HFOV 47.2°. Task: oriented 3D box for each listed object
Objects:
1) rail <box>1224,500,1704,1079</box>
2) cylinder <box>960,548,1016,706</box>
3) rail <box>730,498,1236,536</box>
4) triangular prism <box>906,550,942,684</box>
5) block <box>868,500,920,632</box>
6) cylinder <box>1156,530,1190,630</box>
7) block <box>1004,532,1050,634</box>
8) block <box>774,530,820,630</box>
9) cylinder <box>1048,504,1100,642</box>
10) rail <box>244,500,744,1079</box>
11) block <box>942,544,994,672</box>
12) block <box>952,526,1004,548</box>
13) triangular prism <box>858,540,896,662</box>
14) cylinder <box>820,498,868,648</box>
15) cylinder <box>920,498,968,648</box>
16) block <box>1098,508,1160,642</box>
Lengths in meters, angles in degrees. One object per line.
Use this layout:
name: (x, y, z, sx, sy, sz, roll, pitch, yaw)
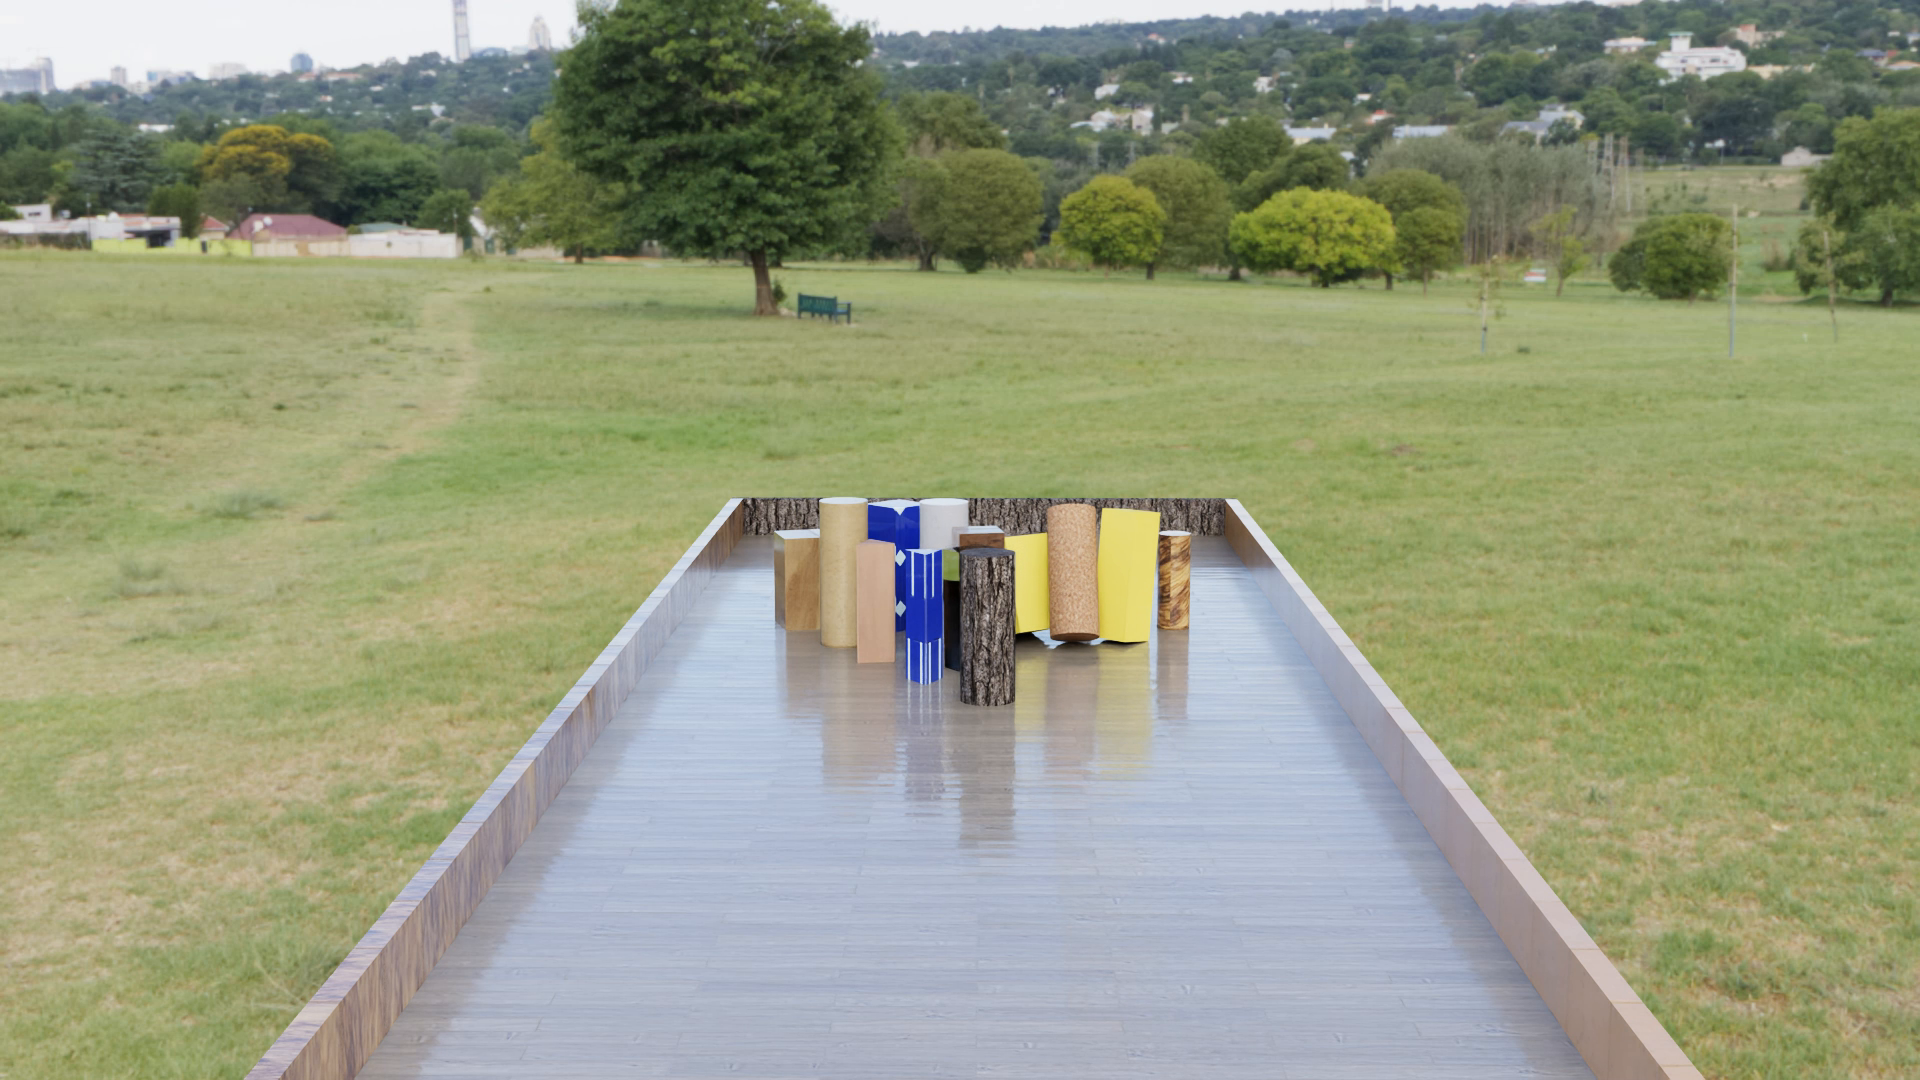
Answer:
rail: (1.046, 0.843, 3.208, 0.050, 0.150, 12.000, 0, 9, 1)
cylinder: (0.077, 0.242, 6.144, 0.156, 0.419, 0.156, 0, 9, 0)
rail: (0.099, -0.098, 9.147, 2.100, 0.150, 0.050, 0, 9, 1)
triangular prism: (-0.090, 0.219, 6.404, 0.092, 0.382, 0.106, -6, 11, -34)
block: (-0.203, 0.082, 7.203, 0.151, 0.404, 0.151, -8, 12, -43)
cylinder: (0.698, 0.132, 7.181, 0.107, 0.312, 0.107, 0, 9, 0)
block: (0.187, 0.146, 7.014, 0.165, 0.303, 0.165, -6, -5, -35)
block: (-0.506, 0.129, 7.233, 0.176, 0.302, 0.176, -3, 9, -16)
cylinder: (0.357, 0.104, 6.943, 0.155, 0.413, 0.155, -1, -14, 0)
rail: (-1.004, 0.839, 3.234, 0.050, 0.150, 12.000, 0, 9, 1)
block: (0.045, 0.205, 6.553, 0.134, 0.361, 0.134, -8, 12, -36)
block: (0.055, 0.164, 6.711, 0.137, 0.395, 0.137, -2, 10, -9)
triangular prism: (-0.263, 0.184, 6.690, 0.115, 0.363, 0.099, -2, 9, -11)
cylinder: (-0.364, 0.102, 6.909, 0.153, 0.456, 0.153, 0, 9, 0)
cylinder: (-0.051, 0.103, 6.920, 0.154, 0.451, 0.154, 0, 9, 0)
block: (0.525, 0.110, 6.967, 0.131, 0.409, 0.131, 8, 5, 41)
